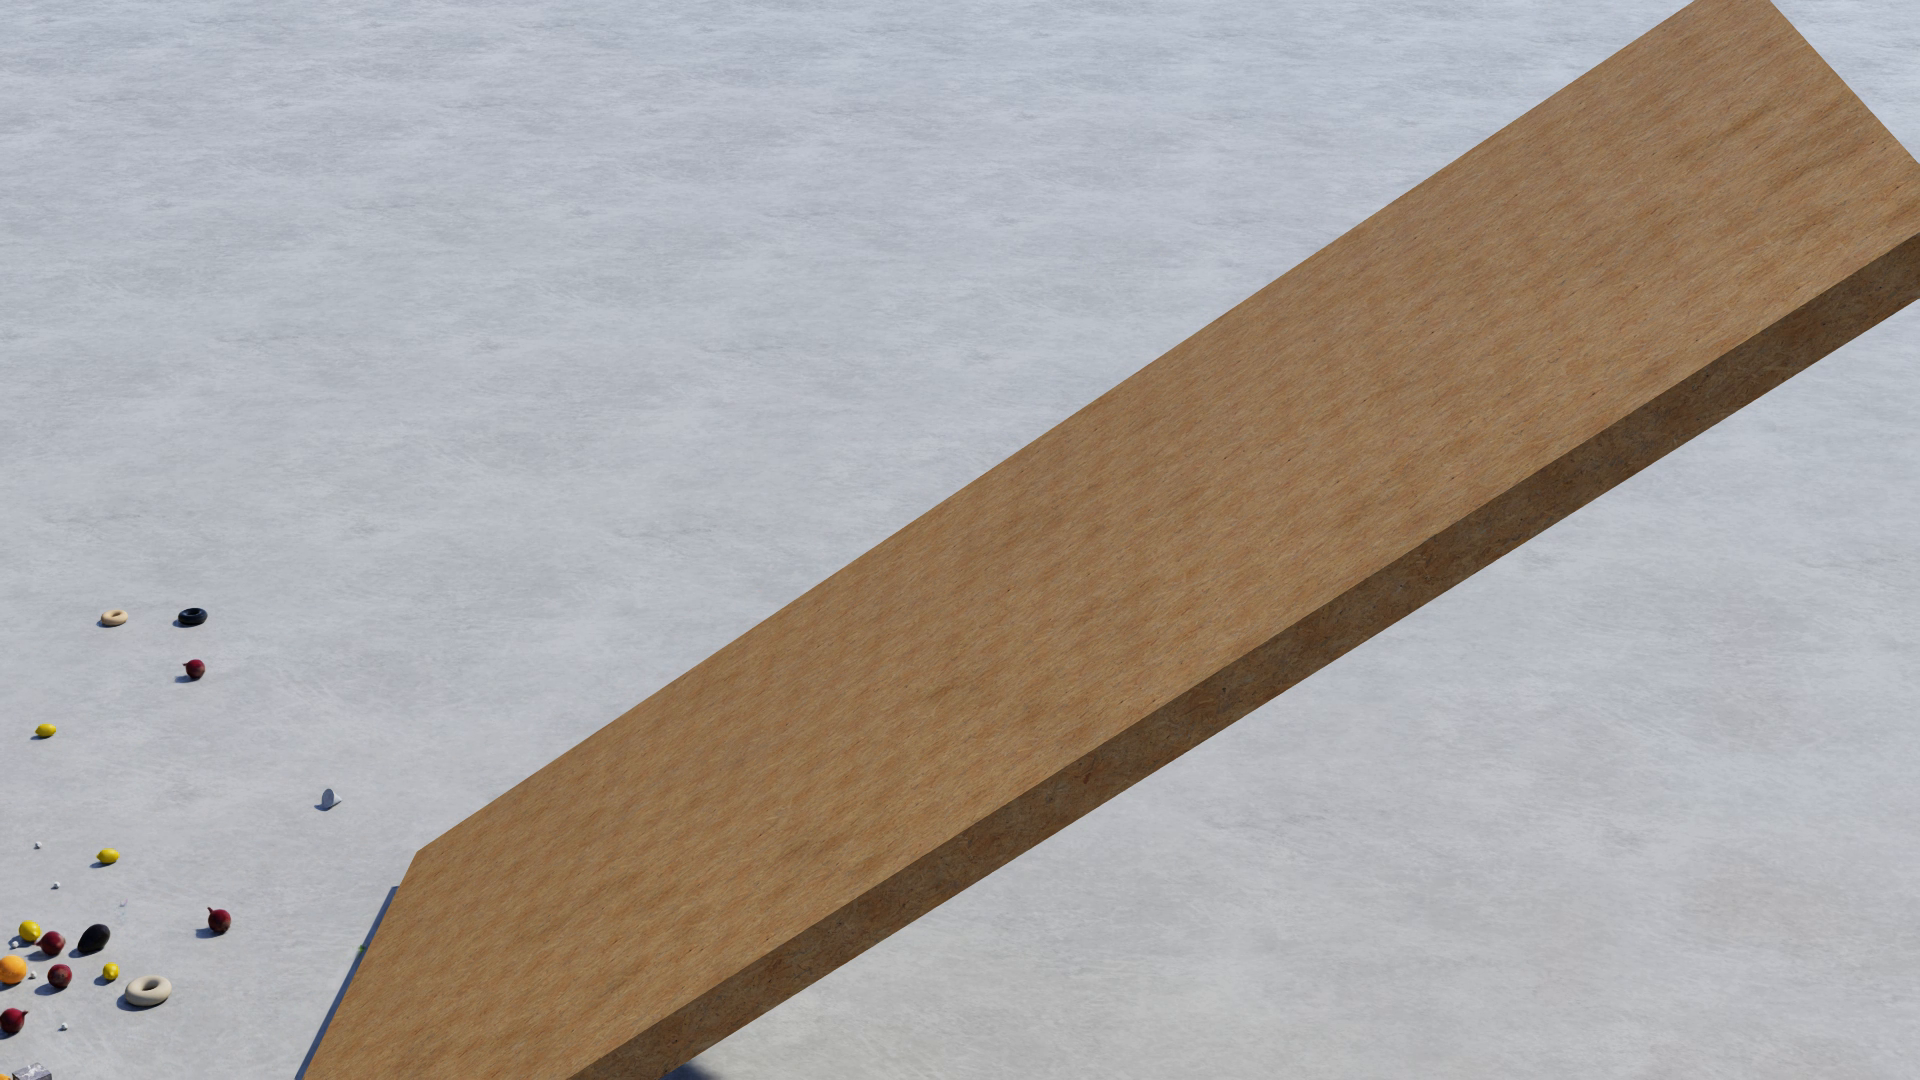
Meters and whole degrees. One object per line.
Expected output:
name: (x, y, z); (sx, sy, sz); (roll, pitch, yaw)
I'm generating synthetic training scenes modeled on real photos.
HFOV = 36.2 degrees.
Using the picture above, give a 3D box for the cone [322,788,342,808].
cone: (-1.742, 0.723, 8.203); (0.054, 0.054, 0.054); (20, 3, 40)

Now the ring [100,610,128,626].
ring: (-2.694, 0.247, 9.372); (0.084, 0.028, 0.084); (-1, 23, 0)

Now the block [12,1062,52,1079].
block: (-2.148, 1.263, 6.817); (0.065, 0.065, 0.065); (-20, 29, -40)

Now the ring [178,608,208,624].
ring: (-2.446, 0.243, 9.378); (0.094, 0.031, 0.094); (-1, 21, 0)

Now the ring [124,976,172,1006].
ring: (-1.997, 1.109, 7.236); (0.113, 0.038, 0.113); (-1, 22, 0)

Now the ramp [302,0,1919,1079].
ramp: (0.132, 0.177, 6.315); (4.000, 0.100, 2.000); (-33, 16, 16)
